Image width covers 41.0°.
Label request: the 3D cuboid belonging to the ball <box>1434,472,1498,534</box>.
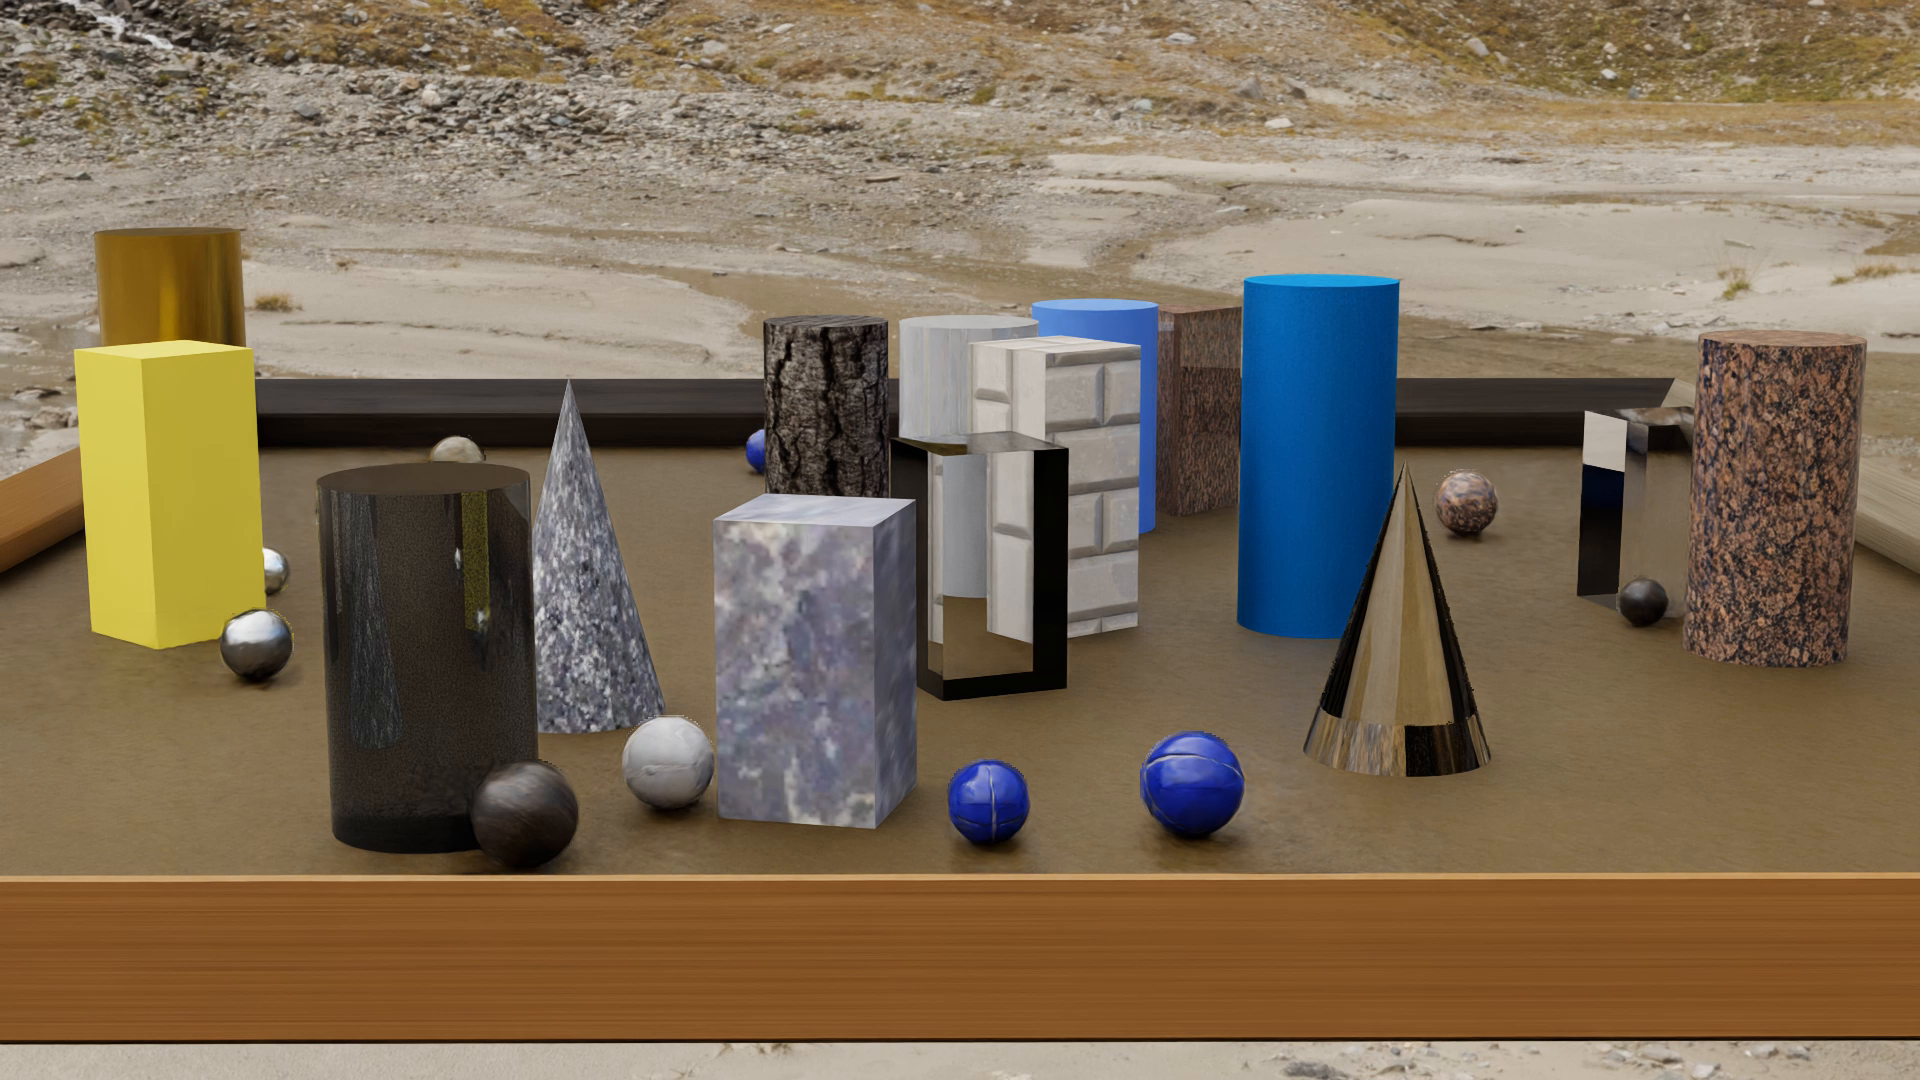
[{"bbox_3d":[0.796,-0.058,4.034,0.099,0.099,0.099,0,10,0],"label":"ball"}]

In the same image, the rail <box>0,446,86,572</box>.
[{"bbox_3d":[-1.372,0.035,3.441,0.045,0.130,3.097,0,10,0],"label":"rail"}]

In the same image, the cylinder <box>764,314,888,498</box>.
[{"bbox_3d":[-0.215,-0.191,4.132,0.200,0.325,0.200,0,10,0],"label":"cylinder"}]

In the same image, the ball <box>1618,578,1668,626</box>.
[{"bbox_3d":[0.900,0.081,3.379,0.063,0.063,0.063,0,10,0],"label":"ball"}]

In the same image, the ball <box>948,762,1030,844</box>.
[{"bbox_3d":[0.027,0.249,2.430,0.078,0.078,0.078,0,10,0],"label":"ball"}]

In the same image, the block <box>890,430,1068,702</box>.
[{"bbox_3d":[0.022,0.027,3.055,0.160,0.287,0.160,-5,11,-23],"label":"block"}]

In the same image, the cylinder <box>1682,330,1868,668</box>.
[{"bbox_3d":[1.017,-0.056,3.208,0.200,0.395,0.200,0,10,0],"label":"cylinder"}]

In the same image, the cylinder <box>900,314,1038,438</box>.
[{"bbox_3d":[0.013,-0.129,3.678,0.200,0.368,0.200,0,10,0],"label":"cylinder"}]

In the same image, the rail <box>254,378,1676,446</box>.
[{"bbox_3d":[-0.009,-0.244,4.948,2.792,0.130,0.045,0,10,0],"label":"rail"}]

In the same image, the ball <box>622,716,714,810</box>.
[{"bbox_3d":[-0.289,0.221,2.539,0.092,0.092,0.092,0,10,0],"label":"ball"}]

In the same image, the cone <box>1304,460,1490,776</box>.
[{"bbox_3d":[0.469,0.071,2.731,0.200,0.319,0.200,0,10,0],"label":"cone"}]

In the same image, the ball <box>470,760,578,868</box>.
[{"bbox_3d":[-0.401,0.252,2.360,0.098,0.098,0.098,0,10,0],"label":"ball"}]

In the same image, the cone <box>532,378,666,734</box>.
[{"bbox_3d":[-0.437,0.007,2.899,0.200,0.384,0.200,0,10,0],"label":"cone"}]

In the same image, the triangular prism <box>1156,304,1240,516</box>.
[{"bbox_3d":[0.354,-0.223,4.282,0.150,0.333,0.173,9,14,41],"label":"triangular prism"}]

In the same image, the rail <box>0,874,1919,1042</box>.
[{"bbox_3d":[0.009,0.311,1.949,2.792,0.130,0.045,0,10,0],"label":"rail"}]

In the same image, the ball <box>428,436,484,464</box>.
[{"bbox_3d":[-0.873,-0.132,4.441,0.096,0.096,0.096,0,10,0],"label":"ball"}]

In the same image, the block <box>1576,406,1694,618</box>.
[{"bbox_3d":[0.958,-0.040,3.493,0.160,0.260,0.160,-3,11,-17],"label":"block"}]

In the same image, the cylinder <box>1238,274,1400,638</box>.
[{"bbox_3d":[0.468,-0.114,3.361,0.200,0.453,0.200,0,10,0],"label":"cylinder"}]

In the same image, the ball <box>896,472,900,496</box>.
[{"bbox_3d":[-0.055,-0.092,4.217,0.099,0.099,0.099,0,10,0],"label":"ball"}]

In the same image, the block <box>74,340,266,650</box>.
[{"bbox_3d":[-1.020,-0.063,3.319,0.160,0.369,0.160,9,14,41],"label":"block"}]

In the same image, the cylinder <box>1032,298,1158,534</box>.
[{"bbox_3d":[0.213,-0.197,4.081,0.200,0.355,0.200,0,10,0],"label":"cylinder"}]

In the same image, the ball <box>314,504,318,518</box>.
[{"bbox_3d":[-1.000,-0.051,4.100,0.060,0.060,0.060,0,10,0],"label":"ball"}]

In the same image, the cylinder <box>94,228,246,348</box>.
[{"bbox_3d":[-1.125,-0.195,3.689,0.200,0.494,0.200,0,10,0],"label":"cylinder"}]

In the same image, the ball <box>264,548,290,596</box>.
[{"bbox_3d":[-0.967,0.044,3.570,0.066,0.066,0.066,0,10,0],"label":"ball"}]

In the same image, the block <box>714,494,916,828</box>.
[{"bbox_3d":[-0.141,0.116,2.548,0.160,0.297,0.160,3,11,13],"label":"block"}]

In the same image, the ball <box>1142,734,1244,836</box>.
[{"bbox_3d":[0.223,0.234,2.455,0.098,0.098,0.098,0,10,0],"label":"ball"}]

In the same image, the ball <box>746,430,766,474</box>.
[{"bbox_3d":[-0.347,-0.161,4.639,0.081,0.081,0.081,0,10,0],"label":"ball"}]

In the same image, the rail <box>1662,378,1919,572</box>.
[{"bbox_3d":[1.372,0.032,3.456,0.045,0.130,3.097,0,10,0],"label":"rail"}]

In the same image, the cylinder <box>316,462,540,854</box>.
[{"bbox_3d":[-0.509,0.109,2.468,0.200,0.340,0.200,0,10,0],"label":"cylinder"}]

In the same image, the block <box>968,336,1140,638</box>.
[{"bbox_3d":[0.121,-0.071,3.359,0.160,0.370,0.160,-8,13,-37],"label":"block"}]

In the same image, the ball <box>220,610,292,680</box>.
[{"bbox_3d":[-0.845,0.125,3.082,0.084,0.084,0.084,0,10,0],"label":"ball"}]
